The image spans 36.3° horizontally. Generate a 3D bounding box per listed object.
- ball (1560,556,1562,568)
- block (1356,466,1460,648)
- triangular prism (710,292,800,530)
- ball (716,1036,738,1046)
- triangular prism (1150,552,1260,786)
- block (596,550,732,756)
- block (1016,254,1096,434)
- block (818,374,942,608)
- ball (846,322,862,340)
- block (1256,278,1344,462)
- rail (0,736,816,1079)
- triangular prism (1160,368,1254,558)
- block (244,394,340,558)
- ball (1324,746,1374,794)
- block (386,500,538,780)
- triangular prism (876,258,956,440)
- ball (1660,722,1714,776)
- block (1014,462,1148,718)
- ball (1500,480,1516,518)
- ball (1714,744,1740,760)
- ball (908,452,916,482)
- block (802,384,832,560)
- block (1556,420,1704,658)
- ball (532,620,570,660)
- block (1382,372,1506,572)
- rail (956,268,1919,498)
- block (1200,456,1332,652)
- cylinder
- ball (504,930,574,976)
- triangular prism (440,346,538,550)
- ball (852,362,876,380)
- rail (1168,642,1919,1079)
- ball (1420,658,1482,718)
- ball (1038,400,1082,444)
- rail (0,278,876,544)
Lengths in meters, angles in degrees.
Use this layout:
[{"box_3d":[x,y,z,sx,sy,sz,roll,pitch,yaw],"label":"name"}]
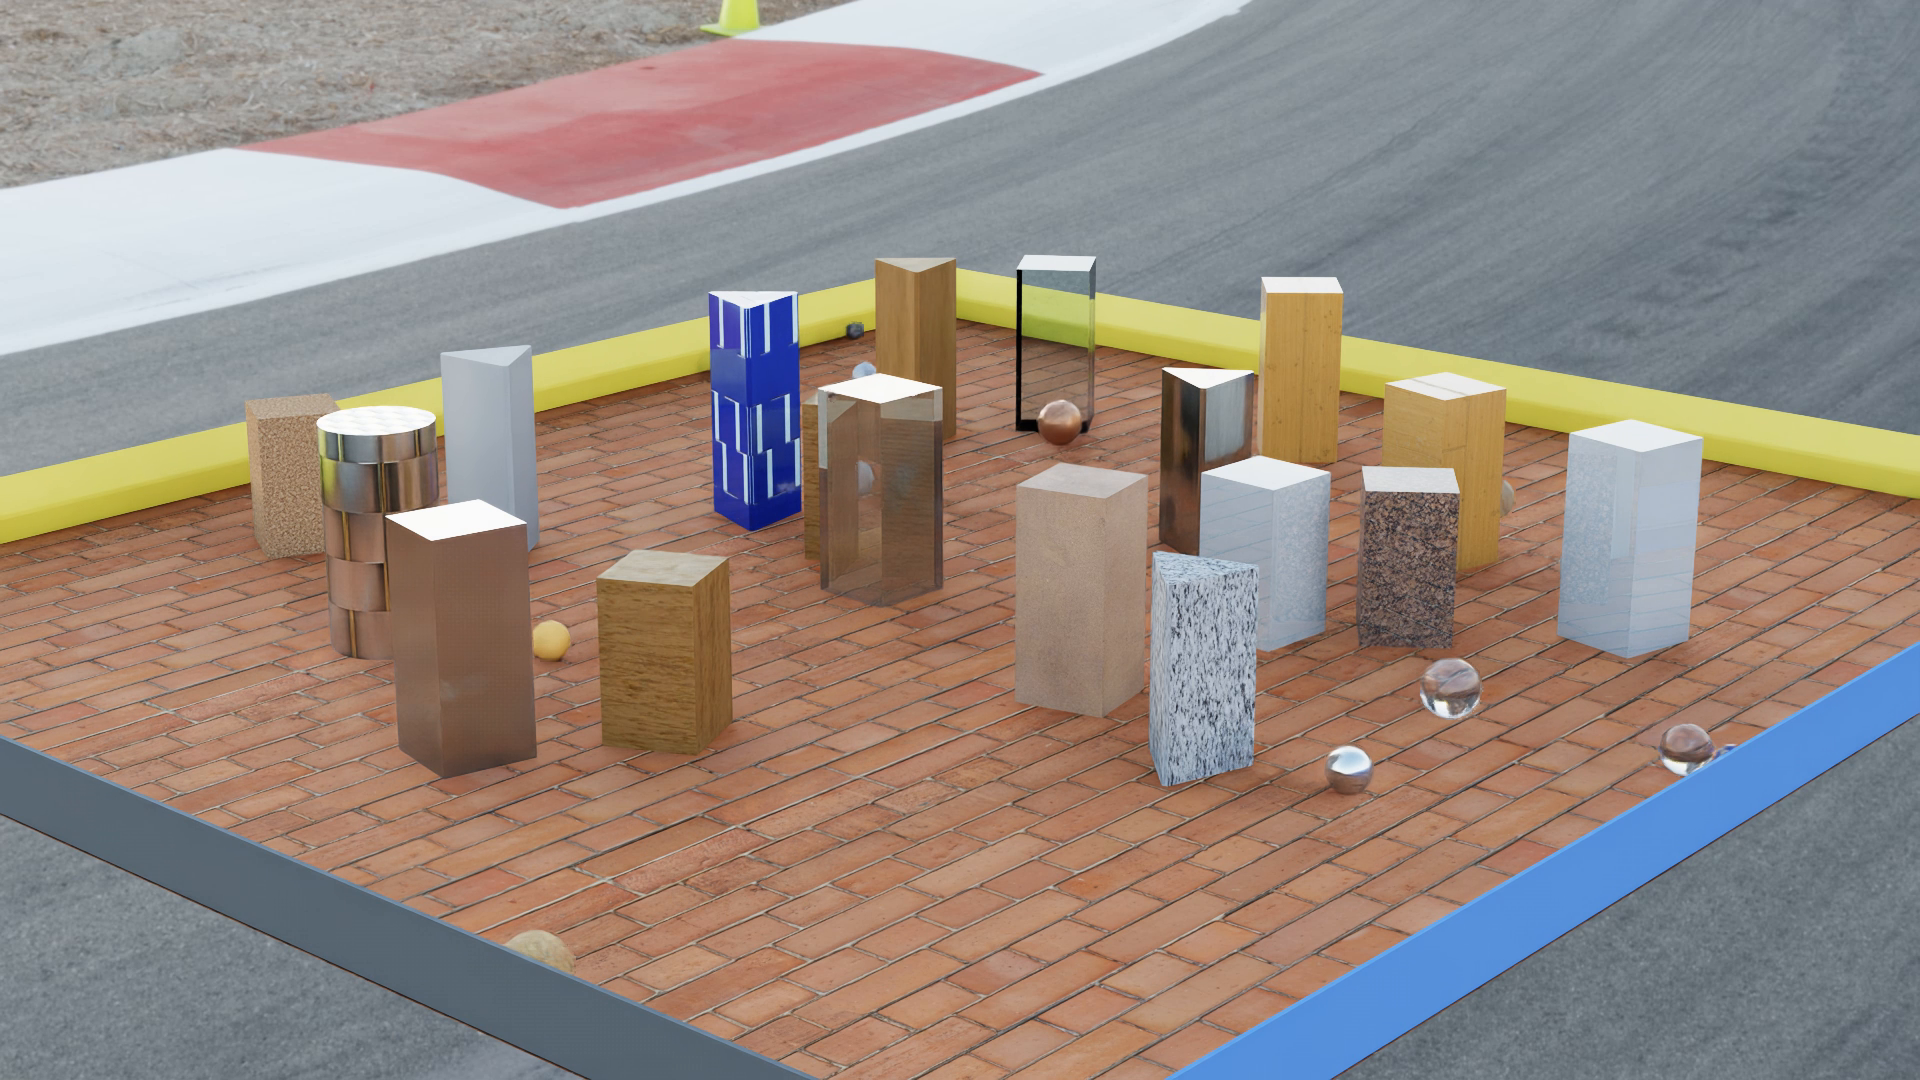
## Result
[{"box_3d":[1.096,0.039,5.208,0.059,0.059,0.059,0,17,0],"label":"ball"},{"box_3d":[0.744,0.028,4.886,0.152,0.267,0.152,1,17,5],"label":"block"},{"box_3d":[-0.409,-0.251,5.535,0.142,0.426,0.165,10,19,29],"label":"triangular prism"},{"box_3d":[-0.279,0.599,3.335,0.070,0.070,0.070,0,17,0],"label":"ball"},{"box_3d":[0.326,0.180,4.312,0.165,0.307,0.142,-11,20,-32],"label":"triangular prism"},{"box_3d":[-0.444,0.168,4.426,0.152,0.265,0.152,5,17,16],"label":"block"},{"box_3d":[0.203,-0.416,6.215,0.152,0.348,0.152,2,17,7],"label":"block"},{"box_3d":[-0.137,-0.088,5.101,0.152,0.364,0.152,15,23,41],"label":"block"},{"box_3d":[-0.253,-0.500,7.024,0.041,0.041,0.041,0,17,0],"label":"ball"},{"box_3d":[0.692,-0.348,5.984,0.152,0.351,0.152,0,17,2],"label":"block"},{"box_3d":[-1.079,0.390,3.931,3.059,0.123,0.045,14,22,39],"label":"rail"},{"box_3d":[0.427,-0.145,5.358,0.142,0.325,0.165,13,21,36],"label":"triangular prism"},{"box_3d":[-1.215,-0.119,5.383,0.152,0.261,0.152,-7,18,-21],"label":"block"},{"box_3d":[0.560,0.331,4.224,0.070,0.070,0.070,0,17,0],"label":"ball"},{"box_3d":[-0.736,0.145,4.331,0.152,0.364,0.152,-12,20,-34],"label":"block"},{"box_3d":[-0.070,-0.393,6.089,0.142,0.376,0.165,-10,20,-30],"label":"triangular prism"},{"box_3d":[1.063,0.307,4.290,0.078,0.078,0.078,0,17,0],"label":"ball"},{"box_3d":[0.189,0.076,4.577,0.152,0.353,0.152,9,19,27],"label":"block"},{"box_3d":[1.013,-0.079,5.564,0.080,0.080,0.080,0,17,0],"label":"ball"},{"box_3d":[1.126,0.324,4.280,0.051,0.051,0.051,0,17,0],"label":"ball"},{"box_3d":[-0.124,-0.145,5.790,0.076,0.076,0.076,0,17,0],"label":"ball"},{"box_3d":[-0.189,-0.120,5.333,0.152,0.291,0.152,4,17,14],"label":"block"},{"box_3d":[1.107,-0.004,4.848,0.152,0.350,0.152,-12,21,-35],"label":"block"},{"box_3d":[-0.669,0.164,4.784,0.066,0.066,0.066,0,17,0],"label":"ball"},{"box_3d":[0.867,-0.121,5.281,0.152,0.323,0.152,-11,20,-33],"label":"block"},{"box_3d":[1.079,-0.329,6.311,3.059,0.123,0.045,14,22,39],"label":"rail"},{"box_3d":[0.507,0.021,4.892,0.152,0.277,0.152,16,23,42],"label":"block"},{"box_3d":[-0.950,-0.013,4.826,0.190,0.380,0.190,0,17,0],"label":"cylinder"},{"box_3d":[-0.514,0.521,3.552,0.095,0.095,0.095,0,17,0],"label":"ball"},{"box_3d":[-0.826,-0.161,5.336,0.165,0.369,0.142,12,21,35],"label":"triangular prism"},{"box_3d":[-0.213,-0.368,6.556,0.058,0.058,0.058,0,17,0],"label":"ball"},{"box_3d":[1.137,0.316,4.176,0.045,0.123,3.340,14,22,39],"label":"rail"},{"box_3d":[0.756,0.228,4.520,0.095,0.095,0.095,0,17,0],"label":"ball"},{"box_3d":[0.209,-0.244,6.088,0.093,0.093,0.093,0,17,0],"label":"ball"},{"box_3d":[-1.137,-0.255,6.066,0.045,0.123,3.340,14,22,39],"label":"rail"}]
